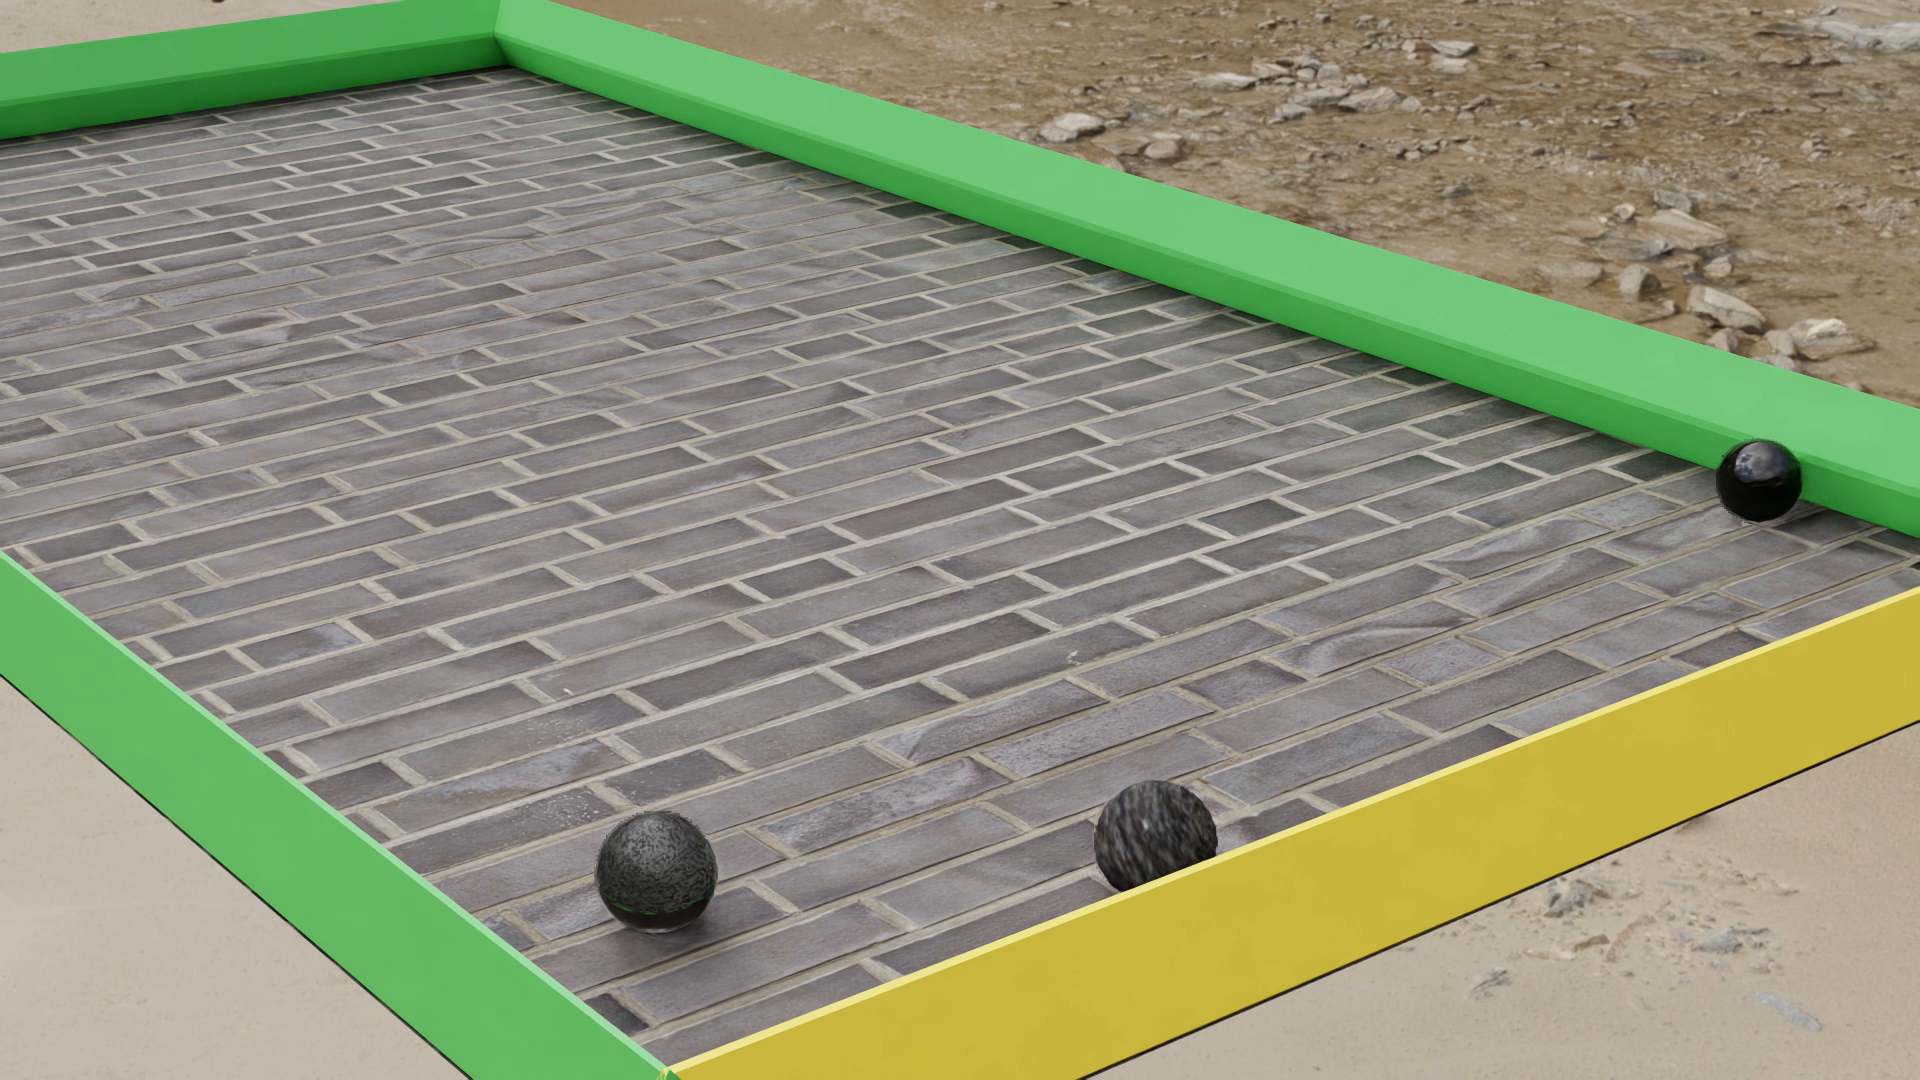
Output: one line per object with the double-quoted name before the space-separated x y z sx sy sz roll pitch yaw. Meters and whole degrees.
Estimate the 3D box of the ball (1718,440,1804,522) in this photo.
"ball" 0.731 -0.054 2.687 0.076 0.076 0.076 0 21 0

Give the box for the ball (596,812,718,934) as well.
"ball" -0.203 0.223 1.969 0.081 0.081 0.081 0 21 0

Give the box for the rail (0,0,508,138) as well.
"rail" -1.269 -0.617 4.070 1.485 0.117 0.045 -16 26 -35

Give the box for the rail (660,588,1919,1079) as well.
"rail" 0.413 0.170 2.052 1.485 0.117 0.045 -16 26 -35

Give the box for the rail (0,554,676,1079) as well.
"rail" -0.996 -0.063 2.651 0.045 0.117 2.790 -16 26 -35

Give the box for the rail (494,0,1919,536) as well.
"rail" 0.140 -0.384 3.472 0.045 0.117 2.790 -16 26 -35

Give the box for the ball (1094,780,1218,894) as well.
"ball" 0.133 0.206 2.007 0.084 0.084 0.084 0 21 0
